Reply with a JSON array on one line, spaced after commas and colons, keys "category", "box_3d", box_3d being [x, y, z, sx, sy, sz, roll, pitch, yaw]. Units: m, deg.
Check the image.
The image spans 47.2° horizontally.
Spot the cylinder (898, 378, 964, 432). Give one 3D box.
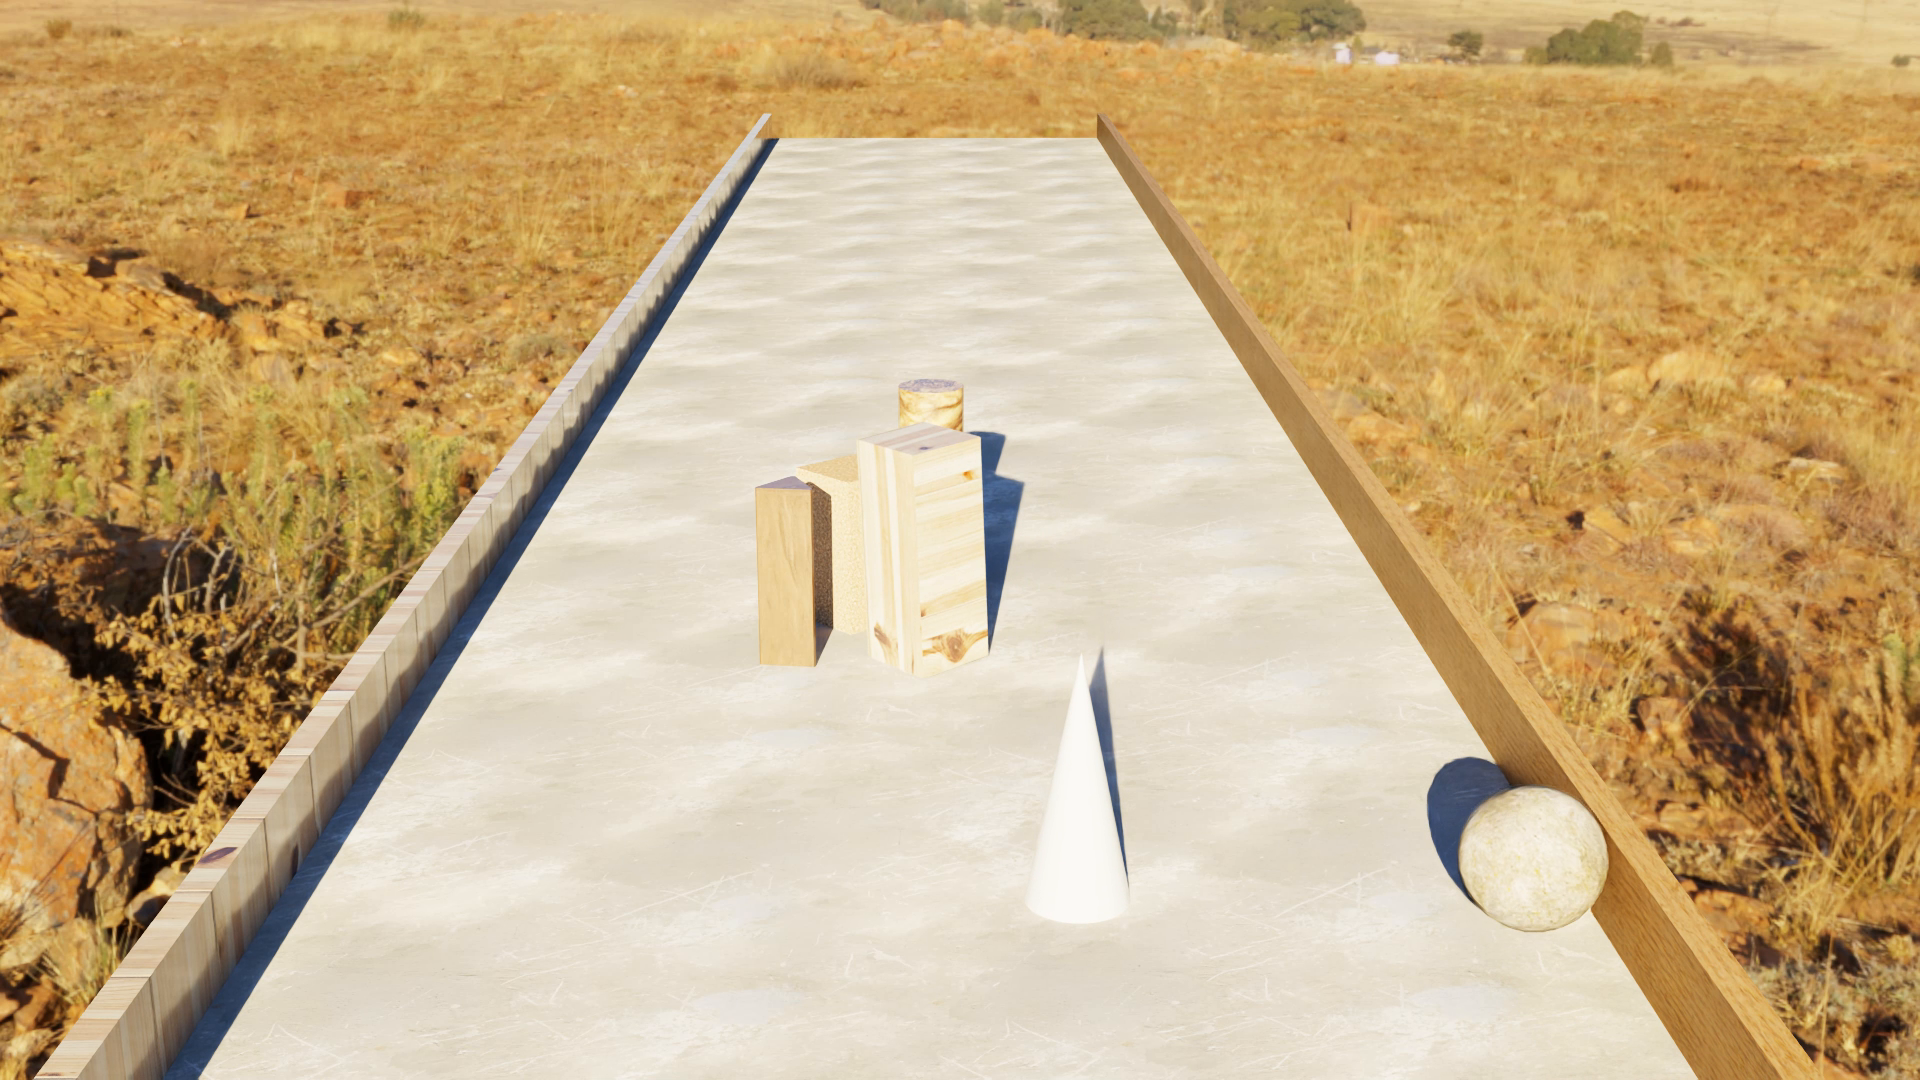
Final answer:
[{"category": "cylinder", "box_3d": [-0.064, -0.127, 4.883, 0.144, 0.440, 0.144, 0, 17, 0]}]

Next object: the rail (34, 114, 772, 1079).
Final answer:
[{"category": "rail", "box_3d": [-1.118, -0.838, 7.780, 0.050, 0.150, 12.000, 0, 17, -1]}]

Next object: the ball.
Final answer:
[{"category": "ball", "box_3d": [0.849, 0.472, 3.260, 0.217, 0.217, 0.217, 0, 17, 0]}]

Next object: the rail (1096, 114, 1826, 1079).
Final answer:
[{"category": "rail", "box_3d": [0.932, -0.844, 7.801, 0.050, 0.150, 12.000, 0, 17, -1]}]

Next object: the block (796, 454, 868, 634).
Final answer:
[{"category": "block", "box_3d": [-0.223, 0.006, 4.634, 0.170, 0.326, 0.170, -15, 22, -41]}]

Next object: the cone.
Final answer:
[{"category": "cone", "box_3d": [0.180, 0.359, 3.316, 0.164, 0.401, 0.164, 0, 17, 0]}]

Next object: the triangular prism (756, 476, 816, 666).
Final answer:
[{"category": "triangular prism", "box_3d": [-0.337, 0.061, 4.379, 0.112, 0.366, 0.097, 2, 17, 7]}]

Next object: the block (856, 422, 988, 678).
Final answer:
[{"category": "block", "box_3d": [-0.072, 0.018, 4.354, 0.171, 0.456, 0.171, -18, 24, -38]}]
